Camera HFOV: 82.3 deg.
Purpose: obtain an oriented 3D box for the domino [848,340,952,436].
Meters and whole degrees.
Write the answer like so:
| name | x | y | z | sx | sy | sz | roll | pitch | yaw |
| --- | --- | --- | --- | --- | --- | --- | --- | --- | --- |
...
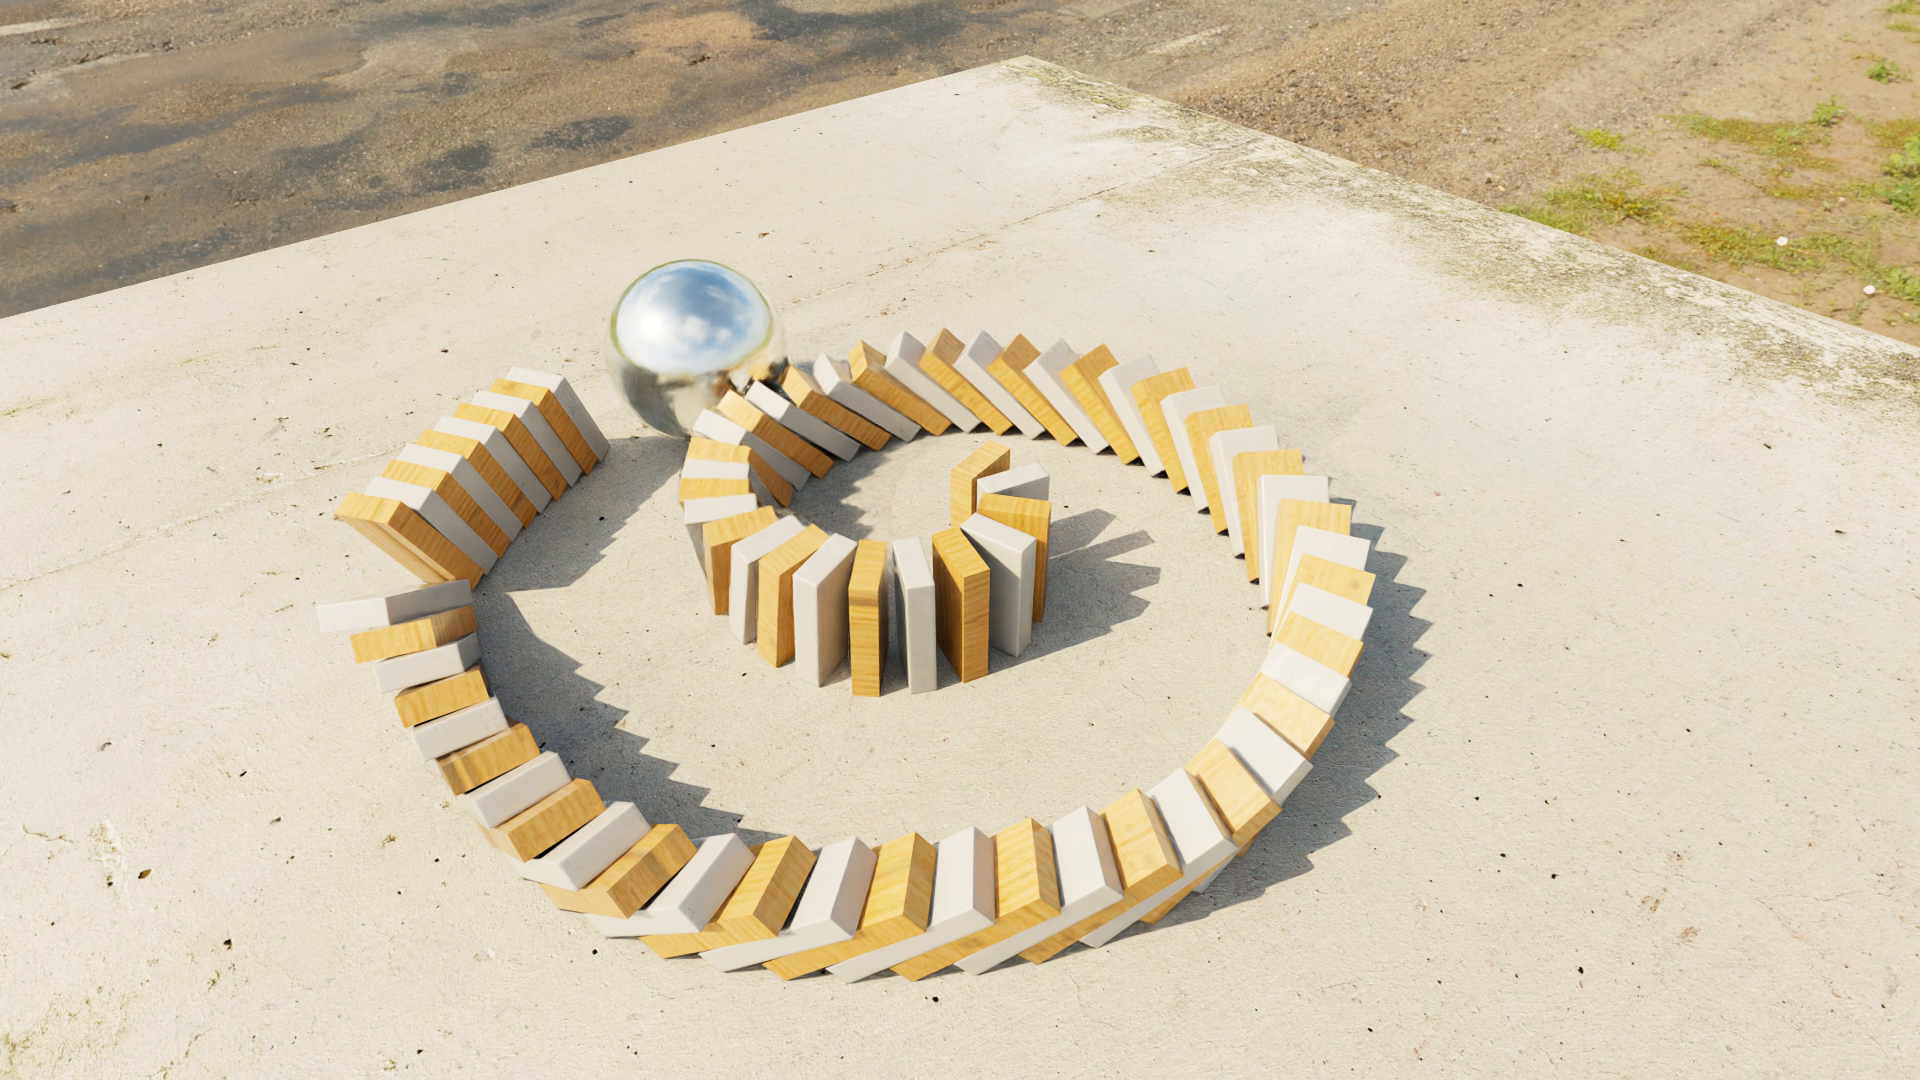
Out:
| name | x | y | z | sx | sy | sz | roll | pitch | yaw |
| --- | --- | --- | --- | --- | --- | --- | --- | --- | --- |
| domino | -0.028 | -0.069 | 0.504 | 0.050 | 0.010 | 0.025 | 30 | 26 | -32 |

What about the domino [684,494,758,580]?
| name | x | y | z | sx | sy | sz | roll | pitch | yaw |
| --- | --- | --- | --- | --- | --- | --- | --- | --- | --- |
| domino | -0.086 | 0.000 | 0.412 | 0.025 | 0.050 | 0.009 | -5 | 64 | -6 |

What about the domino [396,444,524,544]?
| name | x | y | z | sx | sy | sz | roll | pitch | yaw |
| --- | --- | --- | --- | --- | --- | --- | --- | --- | --- |
| domino | -0.196 | -0.018 | 0.433 | 0.025 | 0.050 | 0.009 | 12 | 62 | 15 |

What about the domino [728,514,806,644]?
| name | x | y | z | sx | sy | sz | roll | pitch | yaw |
| --- | --- | --- | --- | --- | --- | --- | --- | --- | --- |
| domino | -0.069 | 0.015 | 0.393 | 0.025 | 0.050 | 0.009 | -30 | 64 | -31 |

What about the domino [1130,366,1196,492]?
| name | x | y | z | sx | sy | sz | roll | pitch | yaw |
| --- | --- | --- | --- | --- | --- | --- | --- | --- | --- |
| domino | 0.096 | -0.048 | 0.479 | 0.025 | 0.009 | 0.050 | -19 | 82 | -23 |

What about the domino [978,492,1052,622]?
| name | x | y | z | sx | sy | sz | roll | pitch | yaw |
| --- | --- | --- | --- | --- | --- | --- | --- | --- | --- |
| domino | 0.019 | 0.007 | 0.403 | 0.025 | 0.050 | 0.010 | 8 | 40 | 9 |

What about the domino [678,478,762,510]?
| name | x | y | z | sx | sy | sz | roll | pitch | yaw |
| --- | --- | --- | --- | --- | --- | --- | --- | --- | --- |
| domino | -0.089 | -0.009 | 0.424 | 0.025 | 0.050 | 0.010 | 1 | 68 | 1 |

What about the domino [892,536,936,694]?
| name | x | y | z | sx | sy | sz | roll | pitch | yaw |
| --- | --- | --- | --- | --- | --- | --- | --- | --- | --- |
| domino | -0.016 | 0.027 | 0.379 | 0.010 | 0.050 | 0.025 | -8 | 40 | -10 |

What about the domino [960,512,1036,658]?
| name | x | y | z | sx | sy | sz | roll | pitch | yaw |
| --- | --- | --- | --- | --- | --- | --- | --- | --- | --- |
| domino | 0.013 | 0.017 | 0.391 | 0.025 | 0.050 | 0.009 | 23 | 45 | 26 |

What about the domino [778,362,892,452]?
| name | x | y | z | sx | sy | sz | roll | pitch | yaw |
| --- | --- | --- | --- | --- | --- | --- | --- | --- | --- |
| domino | -0.056 | -0.059 | 0.490 | 0.050 | 0.009 | 0.025 | 27 | 16 | -45 |

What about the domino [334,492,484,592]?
| name | x | y | z | sx | sy | sz | roll | pitch | yaw |
| --- | --- | --- | --- | --- | --- | --- | --- | --- | --- |
| domino | -0.203 | 0.001 | 0.408 | 0.025 | 0.050 | 0.009 | 9 | 62 | 20 |

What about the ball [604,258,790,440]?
| name | x | y | z | sx | sy | sz | roll | pitch | yaw |
| --- | --- | --- | --- | --- | --- | --- | --- | --- | --- |
| ball | -0.117 | -0.085 | 0.491 | 0.080 | 0.080 | 0.080 | 0 | 39 | 0 |

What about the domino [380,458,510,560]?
| name | x | y | z | sx | sy | sz | roll | pitch | yaw |
| --- | --- | --- | --- | --- | --- | --- | --- | --- | --- |
| domino | -0.198 | -0.011 | 0.425 | 0.025 | 0.050 | 0.009 | 12 | 62 | 14 |

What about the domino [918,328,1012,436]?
| name | x | y | z | sx | sy | sz | roll | pitch | yaw |
| --- | --- | --- | --- | --- | --- | --- | --- | --- | --- |
| domino | 0.006 | -0.074 | 0.509 | 0.050 | 0.010 | 0.025 | 39 | 38 | -16 |

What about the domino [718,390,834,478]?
| name | x | y | z | sx | sy | sz | roll | pitch | yaw |
| --- | --- | --- | --- | --- | --- | --- | --- | --- | --- |
| domino | -0.078 | -0.045 | 0.470 | 0.025 | 0.050 | 0.010 | 35 | 91 | 35 |

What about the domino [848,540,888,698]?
| name | x | y | z | sx | sy | sz | roll | pitch | yaw |
| --- | --- | --- | --- | --- | --- | --- | --- | --- | --- |
| domino | -0.031 | 0.027 | 0.378 | 0.010 | 0.050 | 0.025 | 4 | 39 | 2 |

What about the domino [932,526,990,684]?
| name | x | y | z | sx | sy | sz | roll | pitch | yaw |
| --- | --- | --- | --- | --- | --- | --- | --- | --- | --- |
| domino | 0.000 | 0.023 | 0.383 | 0.010 | 0.050 | 0.025 | -17 | 42 | -20 |

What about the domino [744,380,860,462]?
| name | x | y | z | sx | sy | sz | roll | pitch | yaw |
| --- | --- | --- | --- | --- | --- | --- | --- | --- | --- |
| domino | -0.068 | -0.051 | 0.480 | 0.025 | 0.050 | 0.010 | 35 | 94 | 35 |

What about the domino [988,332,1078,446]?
| name | x | y | z | sx | sy | sz | roll | pitch | yaw |
| --- | --- | --- | --- | --- | --- | --- | --- | --- | --- |
| domino | 0.038 | -0.069 | 0.504 | 0.050 | 0.009 | 0.025 | 44 | 44 | -9 |

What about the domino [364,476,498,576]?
| name | x | y | z | sx | sy | sz | roll | pitch | yaw |
| --- | --- | --- | --- | --- | --- | --- | --- | --- | --- |
| domino | -0.200 | -0.005 | 0.417 | 0.025 | 0.050 | 0.010 | 12 | 62 | 14 |

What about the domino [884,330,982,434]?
| name | x | y | z | sx | sy | sz | roll | pitch | yaw |
| --- | --- | --- | --- | --- | --- | --- | --- | --- | --- |
| domino | -0.011 | -0.073 | 0.509 | 0.050 | 0.010 | 0.025 | 36 | 33 | -22 |

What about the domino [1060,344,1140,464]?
| name | x | y | z | sx | sy | sz | roll | pitch | yaw |
| --- | --- | --- | --- | --- | --- | --- | --- | --- | --- |
| domino | 0.069 | -0.062 | 0.495 | 0.025 | 0.010 | 0.050 | -37 | 92 | -36 |

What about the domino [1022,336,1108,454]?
| name | x | y | z | sx | sy | sz | roll | pitch | yaw |
| --- | --- | --- | --- | --- | --- | --- | --- | --- | --- |
| domino | 0.054 | -0.066 | 0.501 | 0.050 | 0.009 | 0.025 | 48 | 49 | -5 |

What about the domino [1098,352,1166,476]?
| name | x | y | z | sx | sy | sz | roll | pitch | yaw |
| --- | --- | --- | --- | --- | --- | --- | --- | --- | --- |
| domino | 0.084 | -0.056 | 0.488 | 0.025 | 0.010 | 0.050 | -26 | 85 | -29 |

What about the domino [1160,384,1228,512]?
| name | x | y | z | sx | sy | sz | roll | pitch | yaw |
| --- | --- | --- | --- | --- | --- | --- | --- | --- | --- |
| domino | 0.106 | -0.039 | 0.468 | 0.025 | 0.009 | 0.050 | -14 | 80 | -18 |

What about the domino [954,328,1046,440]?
| name | x | y | z | sx | sy | sz | roll | pitch | yaw |
| --- | --- | --- | --- | --- | --- | --- | --- | --- | --- |
| domino | 0.022 | -0.072 | 0.507 | 0.050 | 0.009 | 0.025 | 42 | 41 | -13 |

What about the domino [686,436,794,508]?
| name | x | y | z | sx | sy | sz | roll | pitch | yaw |
| --- | --- | --- | --- | --- | --- | --- | --- | --- | --- |
| domino | -0.089 | -0.027 | 0.448 | 0.025 | 0.050 | 0.010 | 12 | 78 | 14 |

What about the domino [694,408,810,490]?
| name | x | y | z | sx | sy | sz | roll | pitch | yaw |
| --- | --- | --- | --- | --- | --- | --- | --- | --- | --- |
| domino | -0.086 | -0.037 | 0.461 | 0.025 | 0.050 | 0.010 | 26 | 85 | 29 |

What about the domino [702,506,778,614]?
| name | x | y | z | sx | sy | sz | roll | pitch | yaw |
| --- | --- | --- | --- | --- | --- | --- | --- | --- | --- |
| domino | -0.079 | 0.008 | 0.402 | 0.025 | 0.050 | 0.009 | -17 | 63 | -19 |

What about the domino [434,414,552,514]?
| name | x | y | z | sx | sy | sz | roll | pitch | yaw |
| --- | --- | --- | --- | --- | --- | --- | --- | --- | --- |
| domino | -0.190 | -0.030 | 0.448 | 0.025 | 0.050 | 0.009 | 12 | 62 | 15 |

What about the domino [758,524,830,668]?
| name | x | y | z | sx | sy | sz | roll | pitch | yaw |
| --- | --- | --- | --- | --- | --- | --- | --- | --- | --- |
| domino | -0.058 | 0.020 | 0.386 | 0.010 | 0.050 | 0.025 | 35 | 50 | 22 |

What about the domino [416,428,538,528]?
| name | x | y | z | sx | sy | sz | roll | pitch | yaw |
| --- | --- | --- | --- | --- | --- | --- | --- | --- | --- |
| domino | -0.193 | -0.024 | 0.440 | 0.025 | 0.050 | 0.009 | 12 | 62 | 15 |

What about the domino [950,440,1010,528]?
| name | x | y | z | sx | sy | sz | roll | pitch | yaw |
| --- | --- | --- | --- | --- | --- | --- | --- | --- | --- |
| domino | 0.008 | -0.011 | 0.425 | 0.010 | 0.050 | 0.025 | 25 | 46 | 27 |

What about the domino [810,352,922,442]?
| name | x | y | z | sx | sy | sz | roll | pitch | yaw |
| --- | --- | --- | --- | --- | --- | --- | --- | --- | --- |
| domino | -0.042 | -0.064 | 0.497 | 0.050 | 0.010 | 0.025 | 27 | 20 | -40 |

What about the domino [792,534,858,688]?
| name | x | y | z | sx | sy | sz | roll | pitch | yaw |
| --- | --- | --- | --- | --- | --- | --- | --- | --- | --- |
| domino | -0.046 | 0.025 | 0.381 | 0.009 | 0.050 | 0.025 | 23 | 44 | 19 |

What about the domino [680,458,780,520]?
| name | x | y | z | sx | sy | sz | roll | pitch | yaw |
| --- | --- | --- | --- | --- | --- | --- | --- | --- | --- |
| domino | -0.090 | -0.018 | 0.436 | 0.025 | 0.050 | 0.009 | 5 | 73 | 6 |

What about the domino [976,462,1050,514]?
| name | x | y | z | sx | sy | sz | roll | pitch | yaw |
| --- | --- | --- | --- | --- | --- | --- | --- | --- | --- |
| domino | 0.020 | -0.003 | 0.416 | 0.025 | 0.050 | 0.009 | -17 | 42 | -20 |
